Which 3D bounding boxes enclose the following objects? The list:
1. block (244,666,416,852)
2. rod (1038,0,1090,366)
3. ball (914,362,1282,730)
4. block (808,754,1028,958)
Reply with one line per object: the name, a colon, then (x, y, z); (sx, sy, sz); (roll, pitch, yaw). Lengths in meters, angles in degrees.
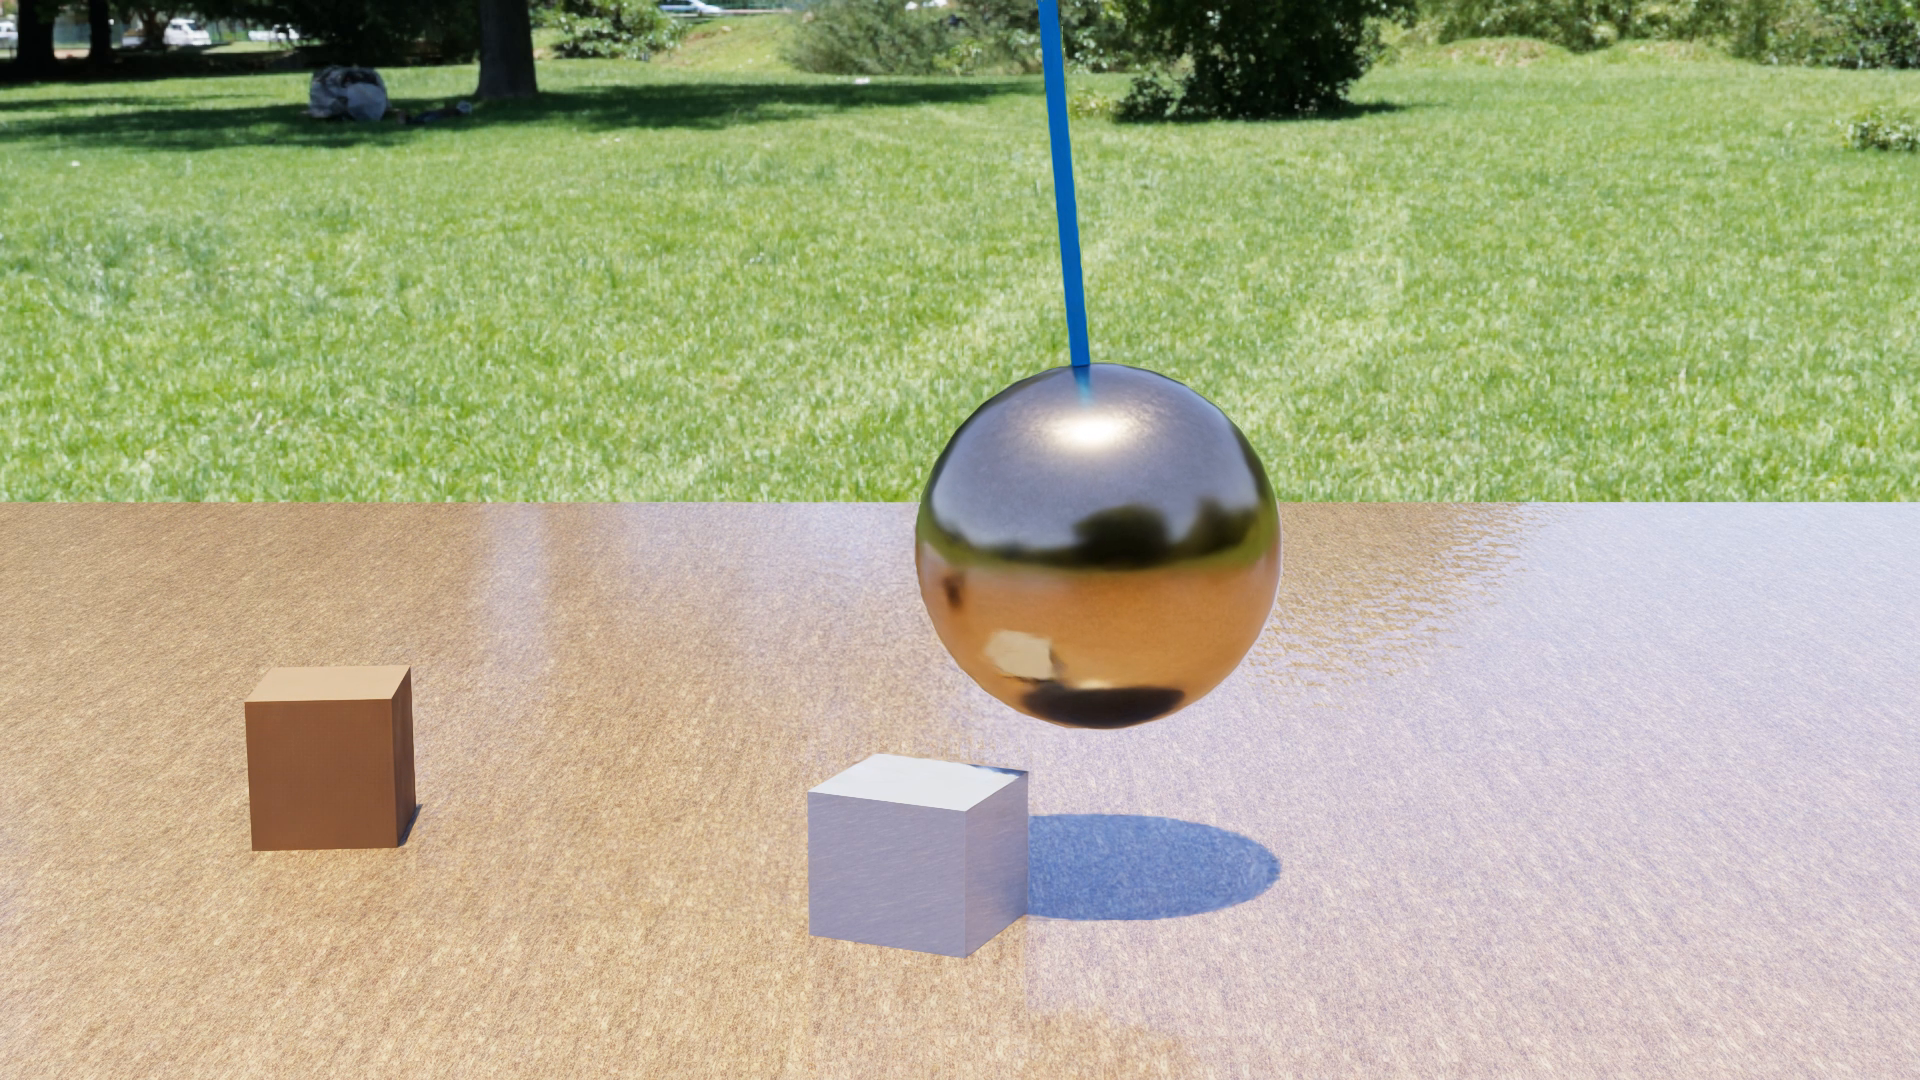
block: (-2.938, 1.013, 12.028); (0.655, 0.704, 0.677); (-1, 10, -4)
rod: (0.260, -3.300, 10.580); (0.080, 5.200, 0.080); (-6, 10, 1)
ball: (0.600, 0.028, 11.185); (1.600, 1.600, 1.600); (0, 10, 0)
block: (-0.168, 1.301, 10.690); (0.706, 0.615, 0.652); (5, 11, 24)
